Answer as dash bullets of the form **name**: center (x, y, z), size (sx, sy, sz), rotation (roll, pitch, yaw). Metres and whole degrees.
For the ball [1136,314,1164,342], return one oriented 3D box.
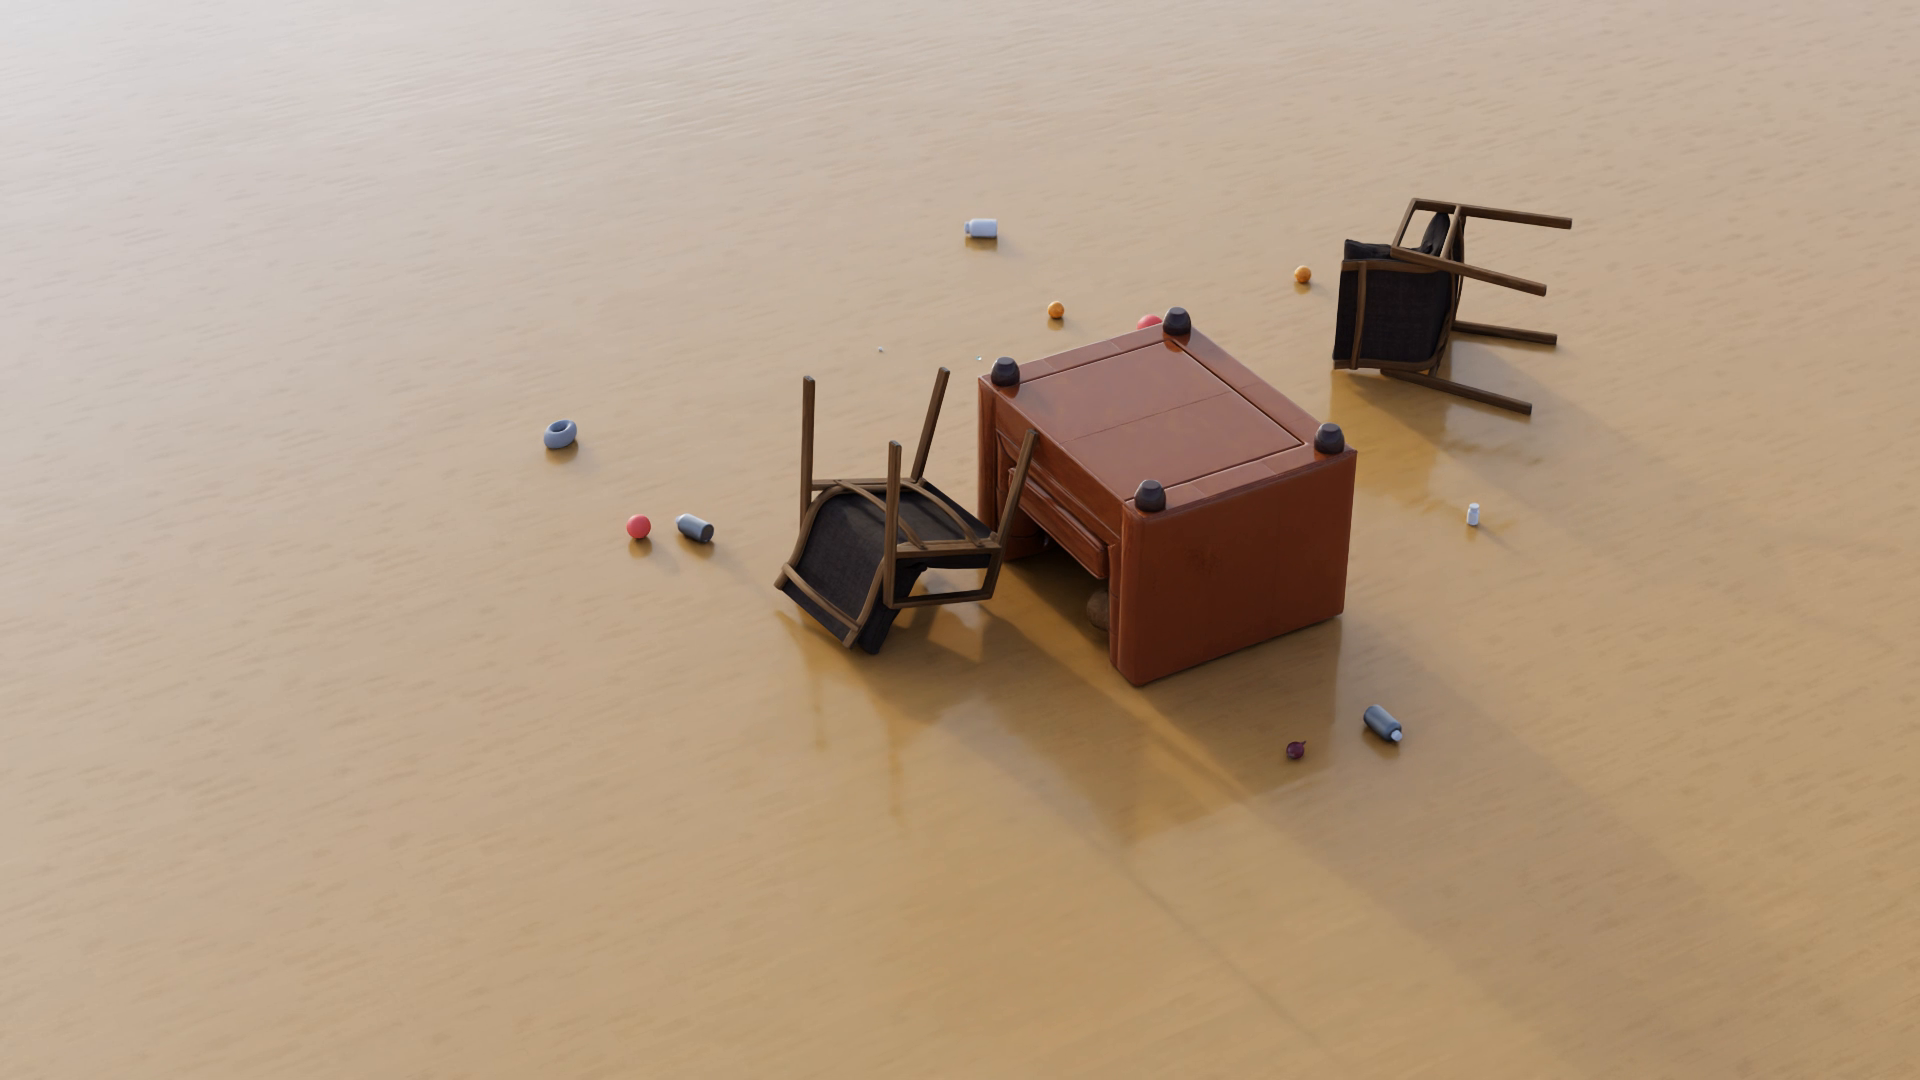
- **ball**: center (0.791, -0.878, 12.171), size (0.116, 0.116, 0.116), rotation (0, 33, 0)

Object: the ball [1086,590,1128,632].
- **ball**: center (0.525, 0.250, 10.429), size (0.150, 0.150, 0.150), rotation (0, 33, 0)

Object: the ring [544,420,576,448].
- **ring**: center (-1.569, -0.415, 11.504), size (0.150, 0.078, 0.094), rotation (-31, 52, -33)

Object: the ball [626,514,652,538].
- **ball**: center (-1.199, -0.050, 10.938), size (0.092, 0.092, 0.092), rotation (0, 33, 0)

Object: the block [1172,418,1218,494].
- **block**: center (0.901, -0.325, 11.227), size (0.098, 0.231, 0.154), rotation (-18, 37, -25)
